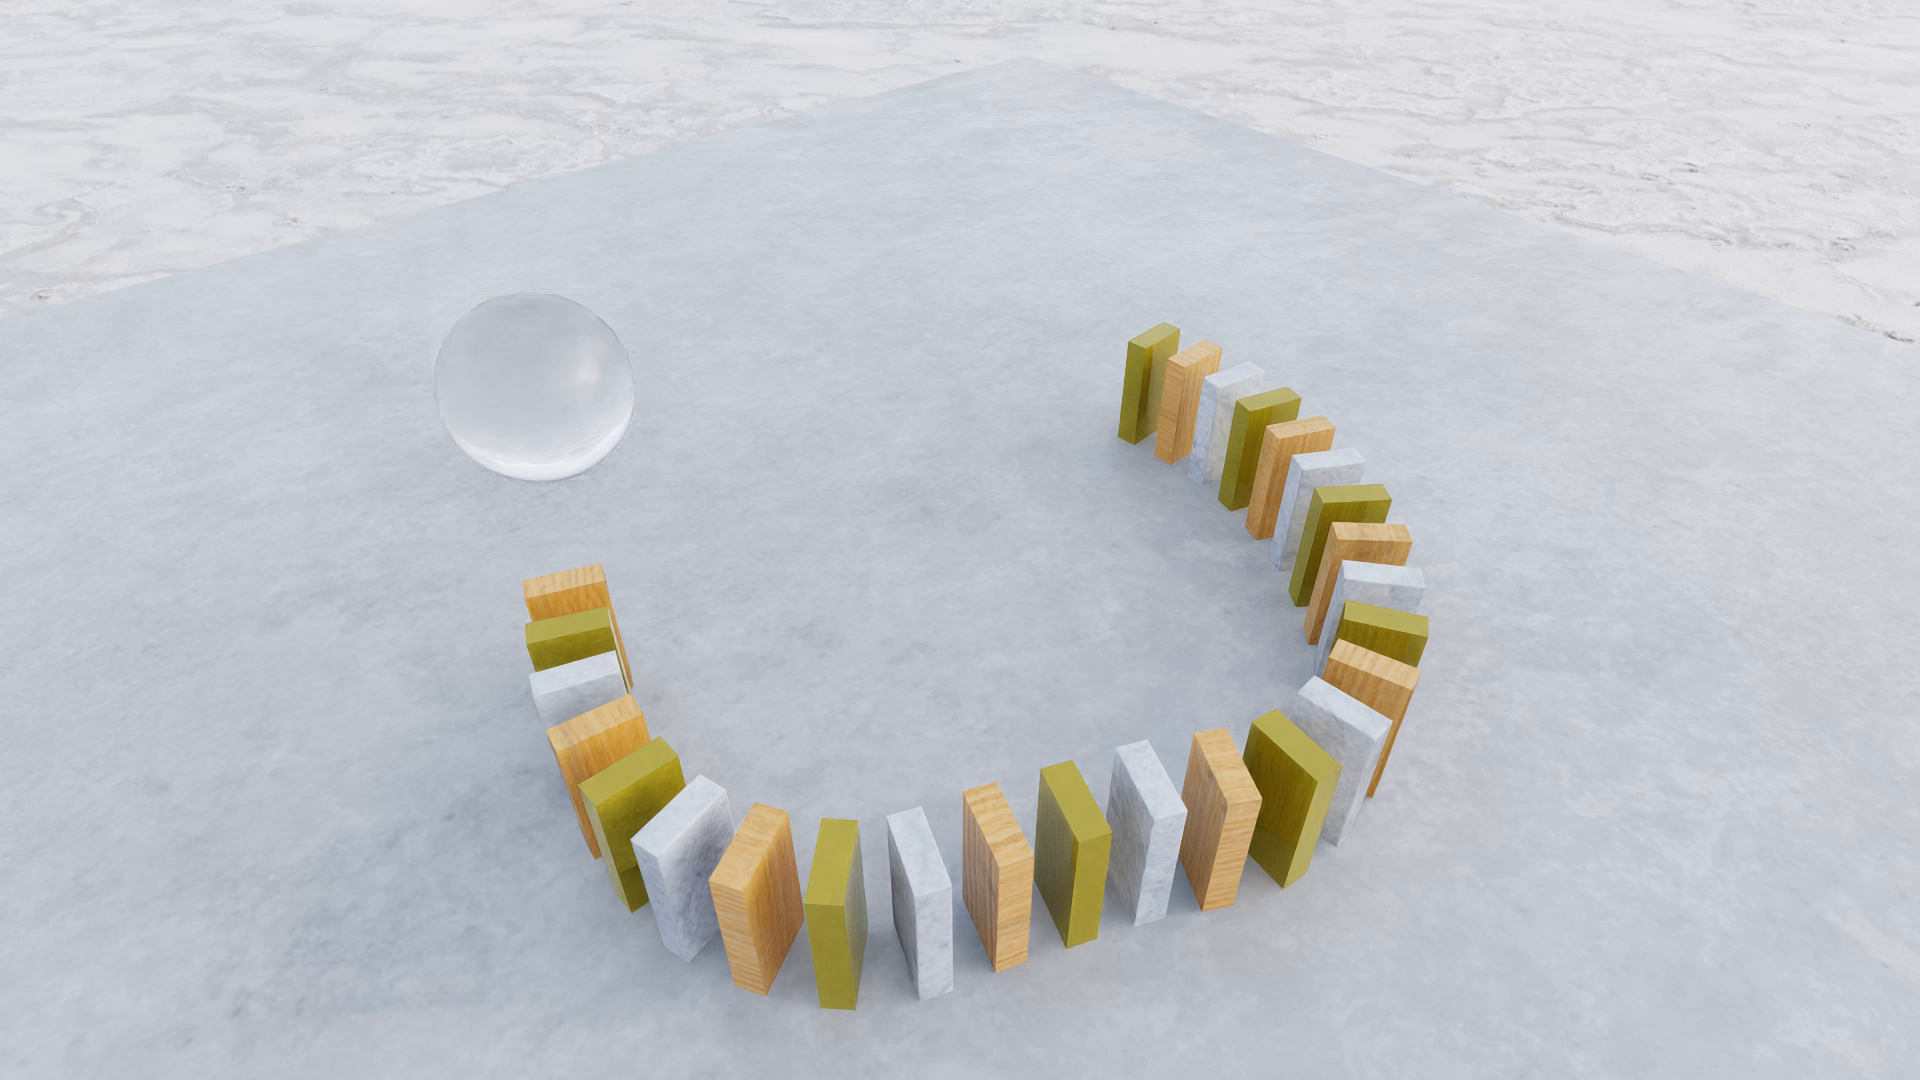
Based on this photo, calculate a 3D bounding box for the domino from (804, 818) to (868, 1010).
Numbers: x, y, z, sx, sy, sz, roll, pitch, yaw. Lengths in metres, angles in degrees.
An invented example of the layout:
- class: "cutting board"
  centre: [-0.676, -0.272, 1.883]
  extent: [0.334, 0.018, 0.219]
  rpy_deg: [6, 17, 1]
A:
- class: "domino"
  centre: [-0.032, 0.099, 0.290]
  extent: [0.009, 0.050, 0.025]
  rpy_deg: [3, 39, 3]

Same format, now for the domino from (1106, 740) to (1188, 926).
- class: "domino"
  centre: [0.051, 0.083, 0.310]
  extent: [0.009, 0.050, 0.025]
  rpy_deg: [-11, 41, -13]

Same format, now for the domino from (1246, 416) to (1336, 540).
- class: "domino"
  centre: [0.132, -0.024, 0.441]
  extent: [0.025, 0.050, 0.009]
  rpy_deg: [-12, 41, -14]

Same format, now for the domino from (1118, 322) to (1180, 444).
- class: "domino"
  centre: [0.085, -0.071, 0.498]
  extent: [0.025, 0.050, 0.009]
  rpy_deg: [-32, 49, -33]

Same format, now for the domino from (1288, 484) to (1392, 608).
- class: "domino"
  centre: [0.140, 0.003, 0.408]
  extent: [0.025, 0.050, 0.010]
  rpy_deg: [-3, 39, -4]

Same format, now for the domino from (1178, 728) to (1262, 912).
- class: "domino"
  centre: [0.072, 0.080, 0.314]
  extent: [0.010, 0.050, 0.025]
  rpy_deg: [-7, 40, -9]

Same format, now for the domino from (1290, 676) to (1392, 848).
- class: "domino"
  centre: [0.110, 0.067, 0.330]
  extent: [0.009, 0.050, 0.025]
  rpy_deg: [-32, 49, -33]

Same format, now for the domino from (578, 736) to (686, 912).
- class: "domino"
  centre: [-0.089, 0.081, 0.312]
  extent: [0.025, 0.050, 0.009]
  rpy_deg: [-30, 48, -32]

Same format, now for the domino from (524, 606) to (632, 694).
- class: "domino"
  centre: [-0.121, 0.046, 0.356]
  extent: [0.025, 0.050, 0.009]
  rpy_deg: [-12, 41, -14]

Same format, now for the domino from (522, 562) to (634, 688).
- class: "domino"
  centre: [-0.128, 0.032, 0.372]
  extent: [0.025, 0.050, 0.010]
  rpy_deg: [-13, 41, -16]

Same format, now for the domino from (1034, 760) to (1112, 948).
- class: "domino"
  centre: [0.030, 0.088, 0.305]
  extent: [0.009, 0.050, 0.025]
  rpy_deg: [-13, 41, -15]

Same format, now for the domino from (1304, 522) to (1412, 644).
- class: "domino"
  centre: [0.141, 0.017, 0.391]
  extent: [0.025, 0.050, 0.009]
  rpy_deg: [2, 39, 2]

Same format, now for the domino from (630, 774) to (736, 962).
- class: "domino"
  centre: [-0.073, 0.090, 0.301]
  extent: [0.010, 0.050, 0.025]
  rpy_deg: [23, 45, 25]

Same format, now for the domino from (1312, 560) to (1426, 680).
- class: "domino"
  centre: [0.138, 0.030, 0.375]
  extent: [0.025, 0.050, 0.009]
  rpy_deg: [6, 40, 8]

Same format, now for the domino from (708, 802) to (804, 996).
- class: "domino"
  centre: [-0.053, 0.096, 0.294]
  extent: [0.010, 0.050, 0.025]
  rpy_deg: [12, 41, 14]

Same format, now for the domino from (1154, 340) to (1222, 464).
- class: "domino"
  centre: [0.100, -0.060, 0.485]
  extent: [0.025, 0.050, 0.009]
  rpy_deg: [-29, 48, -31]

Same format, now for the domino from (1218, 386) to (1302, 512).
- class: "domino"
  centre: [0.124, -0.037, 0.457]
  extent: [0.025, 0.050, 0.010]
  rpy_deg: [-16, 42, -19]

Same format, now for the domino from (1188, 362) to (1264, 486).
- class: "domino"
  centre: [0.114, -0.050, 0.472]
  extent: [0.025, 0.050, 0.010]
  rpy_deg: [-21, 44, -24]

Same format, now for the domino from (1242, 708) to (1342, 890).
- class: "domino"
  centre: [0.093, 0.076, 0.319]
  extent: [0.009, 0.050, 0.025]
  rpy_deg: [-22, 44, -24]

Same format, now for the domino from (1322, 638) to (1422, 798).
- class: "domino"
  centre: [0.124, 0.056, 0.343]
  extent: [0.025, 0.050, 0.010]
  rpy_deg: [22, 44, 25]

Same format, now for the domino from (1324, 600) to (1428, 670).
- class: "domino"
  centre: [0.133, 0.044, 0.358]
  extent: [0.025, 0.050, 0.010]
  rpy_deg: [12, 41, 14]

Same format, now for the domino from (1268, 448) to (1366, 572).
- class: "domino"
  centre: [0.137, -0.011, 0.425]
  extent: [0.025, 0.050, 0.009]
  rpy_deg: [-7, 40, -8]

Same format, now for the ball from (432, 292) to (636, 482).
- class: "ball"
  centre: [-0.179, -0.065, 0.467]
  extent: [0.080, 0.080, 0.080]
  rpy_deg: [0, 39, 0]

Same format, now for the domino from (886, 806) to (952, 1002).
- class: "domino"
  centre: [-0.011, 0.097, 0.293]
  extent: [0.010, 0.050, 0.025]
  rpy_deg: [-12, 41, -15]

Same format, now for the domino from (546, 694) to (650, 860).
- class: "domino"
  centre: [-0.103, 0.071, 0.325]
  extent: [0.025, 0.050, 0.009]
  rpy_deg: [-23, 45, -26]

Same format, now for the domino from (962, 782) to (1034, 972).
- class: "domino"
  centre: [0.010, 0.092, 0.299]
  extent: [0.010, 0.050, 0.025]
  rpy_deg: [-14, 41, -16]

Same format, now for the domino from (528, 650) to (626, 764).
- class: "domino"
  centre: [-0.114, 0.058, 0.340]
  extent: [0.025, 0.050, 0.010]
  rpy_deg: [-16, 42, -18]
